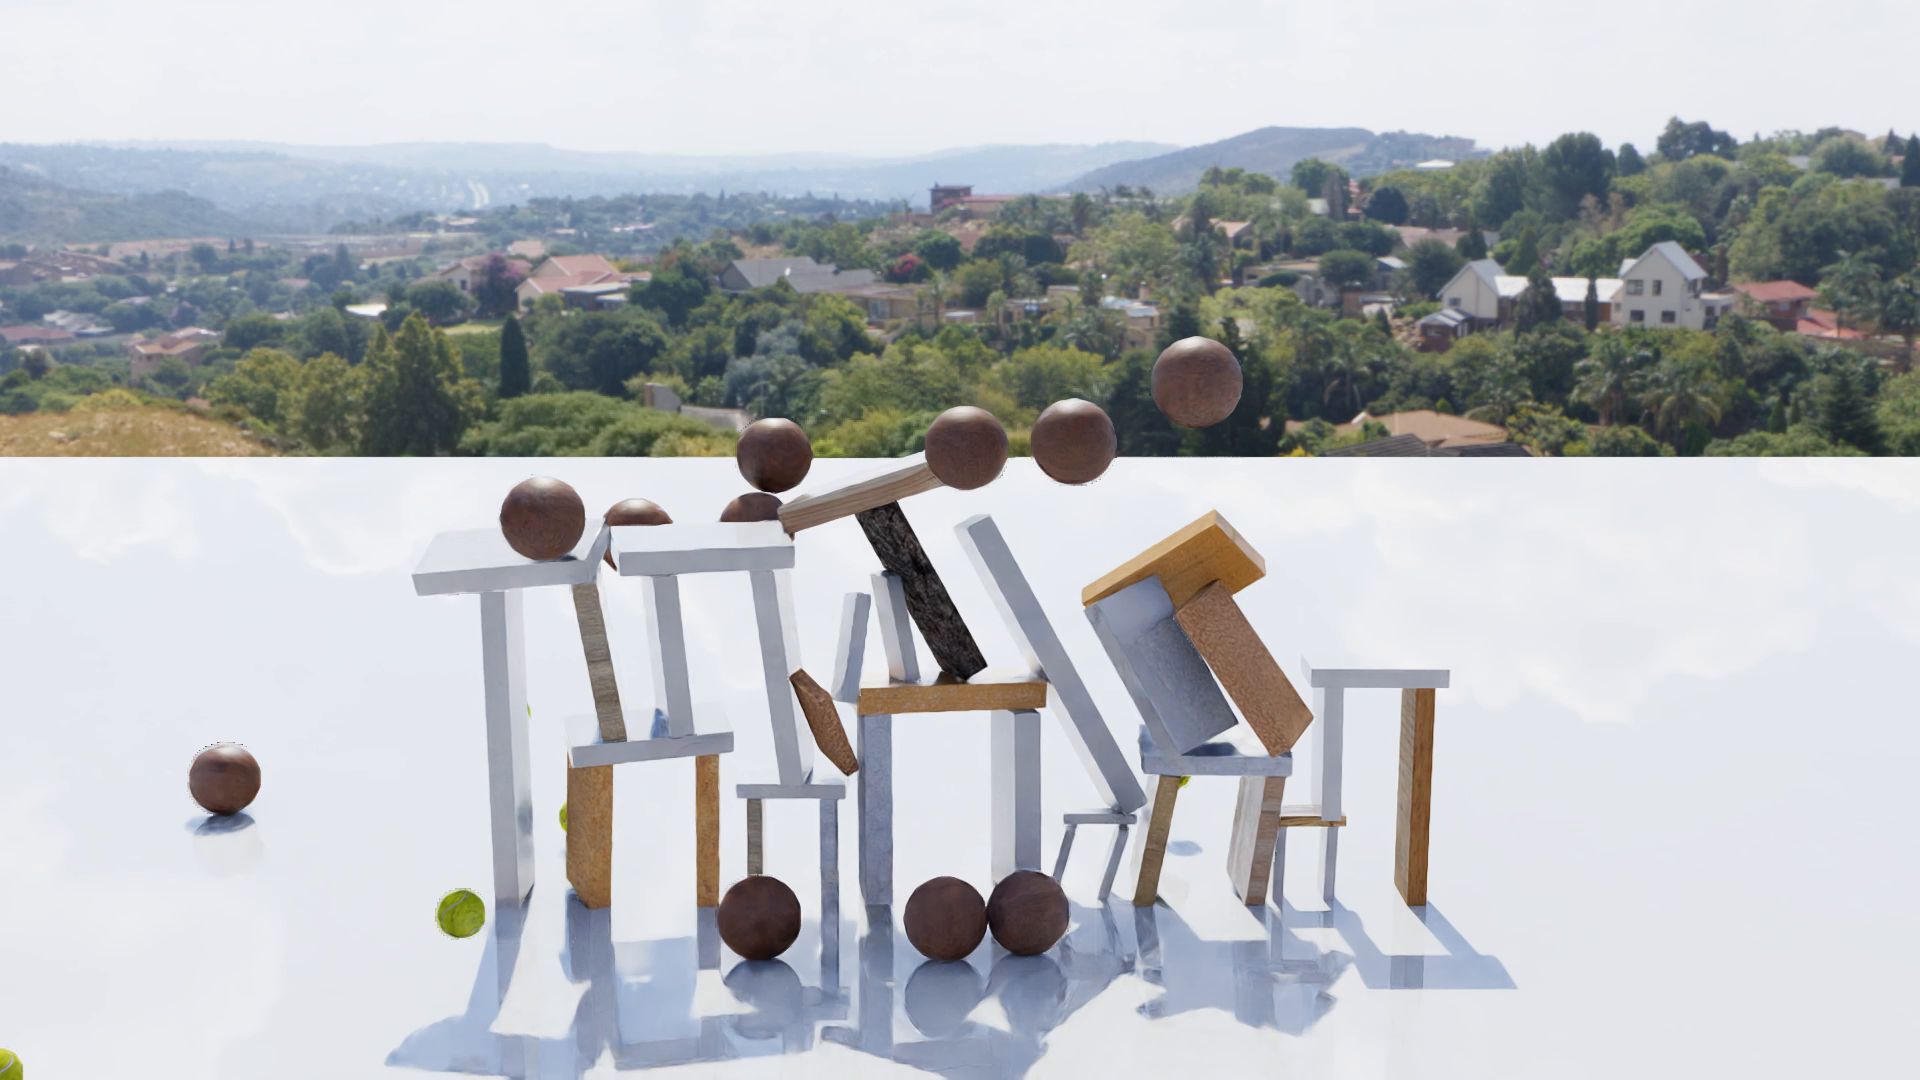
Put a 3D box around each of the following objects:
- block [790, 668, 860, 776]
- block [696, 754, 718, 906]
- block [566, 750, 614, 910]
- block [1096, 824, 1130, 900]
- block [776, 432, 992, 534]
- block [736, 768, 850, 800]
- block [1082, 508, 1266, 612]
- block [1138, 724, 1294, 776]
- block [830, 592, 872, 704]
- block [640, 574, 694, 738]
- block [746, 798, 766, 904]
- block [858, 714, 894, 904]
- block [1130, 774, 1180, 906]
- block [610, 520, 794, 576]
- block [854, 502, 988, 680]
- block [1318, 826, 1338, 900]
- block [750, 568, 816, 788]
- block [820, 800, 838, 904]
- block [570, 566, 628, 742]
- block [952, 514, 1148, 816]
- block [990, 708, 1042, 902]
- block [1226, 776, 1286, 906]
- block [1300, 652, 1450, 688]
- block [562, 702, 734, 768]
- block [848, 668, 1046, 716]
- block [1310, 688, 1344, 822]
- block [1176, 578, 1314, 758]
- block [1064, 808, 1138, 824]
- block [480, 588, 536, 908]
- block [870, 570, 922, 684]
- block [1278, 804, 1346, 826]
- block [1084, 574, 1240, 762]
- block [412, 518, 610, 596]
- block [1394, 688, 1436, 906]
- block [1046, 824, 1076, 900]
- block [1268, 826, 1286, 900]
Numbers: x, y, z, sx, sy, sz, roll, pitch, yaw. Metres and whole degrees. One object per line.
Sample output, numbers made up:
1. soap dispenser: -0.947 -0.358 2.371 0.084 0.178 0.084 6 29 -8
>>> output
1. block: -0.219 0.296 3.559 0.025 0.177 0.089 -34 43 -18
2. block: -0.419 0.461 3.645 0.037 0.260 0.130 0 11 -7
3. block: -0.610 0.460 3.617 0.037 0.260 0.130 -5 19 -27
4. block: 0.254 0.531 3.659 0.017 0.121 0.060 17 10 -2
5. block: -0.123 -0.091 3.565 0.319 0.045 0.159 -17 9 24
6. block: -0.275 0.401 3.630 0.179 0.025 0.090 0 11 1
7. block: 0.352 0.070 3.633 0.276 0.138 0.039 -33 29 27
8. block: 0.413 0.341 3.571 0.238 0.034 0.119 1 20 0
9. block: -0.178 0.175 3.573 0.025 0.177 0.089 9 -5 -15
10. block: -0.473 0.164 3.542 0.039 0.275 0.137 -10 21 -16
11. block: -0.337 0.502 3.649 0.025 0.179 0.090 0 11 -1
12. block: -0.141 0.431 3.638 0.044 0.311 0.156 -1 5 -7
13. block: 0.320 0.468 3.620 0.034 0.238 0.119 9 21 -2
14. block: -0.412 0.012 3.500 0.275 0.039 0.137 -2 18 -15
15. block: -0.068 0.076 3.636 0.045 0.319 0.159 -31 10 -11
16. block: 0.611 0.528 3.656 0.018 0.127 0.063 2 11 0
17. block: -0.289 0.206 3.596 0.039 0.367 0.137 -6 12 6
18. block: -0.217 0.502 3.649 0.025 0.179 0.090 0 11 0
19. block: -0.573 0.163 3.495 0.040 0.279 0.140 -9 27 -5
20. block: 0.147 0.203 3.632 0.045 0.536 0.159 -30 5 -7
21. block: 0.092 0.428 3.655 0.044 0.311 0.156 -2 6 -14
22. block: 0.487 0.467 3.627 0.034 0.238 0.119 3 20 -10
23. block: 0.677 0.213 3.595 0.223 0.032 0.112 0 11 0
24. block: -0.509 0.316 3.582 0.260 0.037 0.130 -4 19 -16
25. block: -0.027 0.250 3.647 0.311 0.044 0.156 -1 5 -11
26. block: 0.604 0.338 3.618 0.032 0.223 0.112 -1 11 0
27. block: 0.460 0.205 3.544 0.039 0.276 0.138 -34 0 29
28. block: 0.234 0.458 3.653 0.121 0.017 0.060 0 3 4
29. block: -0.742 0.307 3.609 0.040 0.576 0.140 0 11 0
30. block: -0.107 0.141 3.616 0.025 0.177 0.089 -14 9 -18
31. block: 0.571 0.456 3.642 0.127 0.018 0.063 0 11 -1
32. block: 0.324 0.205 3.537 0.138 0.276 0.039 -23 -10 -36
33. block: -0.701 0.026 3.446 0.279 0.040 0.140 -5 28 8
34. block: 0.750 0.410 3.632 0.032 0.368 0.112 0 11 0
35. block: 0.169 0.530 3.659 0.017 0.121 0.060 16 11 2
36. block: 0.527 0.528 3.656 0.018 0.127 0.063 1 11 0
